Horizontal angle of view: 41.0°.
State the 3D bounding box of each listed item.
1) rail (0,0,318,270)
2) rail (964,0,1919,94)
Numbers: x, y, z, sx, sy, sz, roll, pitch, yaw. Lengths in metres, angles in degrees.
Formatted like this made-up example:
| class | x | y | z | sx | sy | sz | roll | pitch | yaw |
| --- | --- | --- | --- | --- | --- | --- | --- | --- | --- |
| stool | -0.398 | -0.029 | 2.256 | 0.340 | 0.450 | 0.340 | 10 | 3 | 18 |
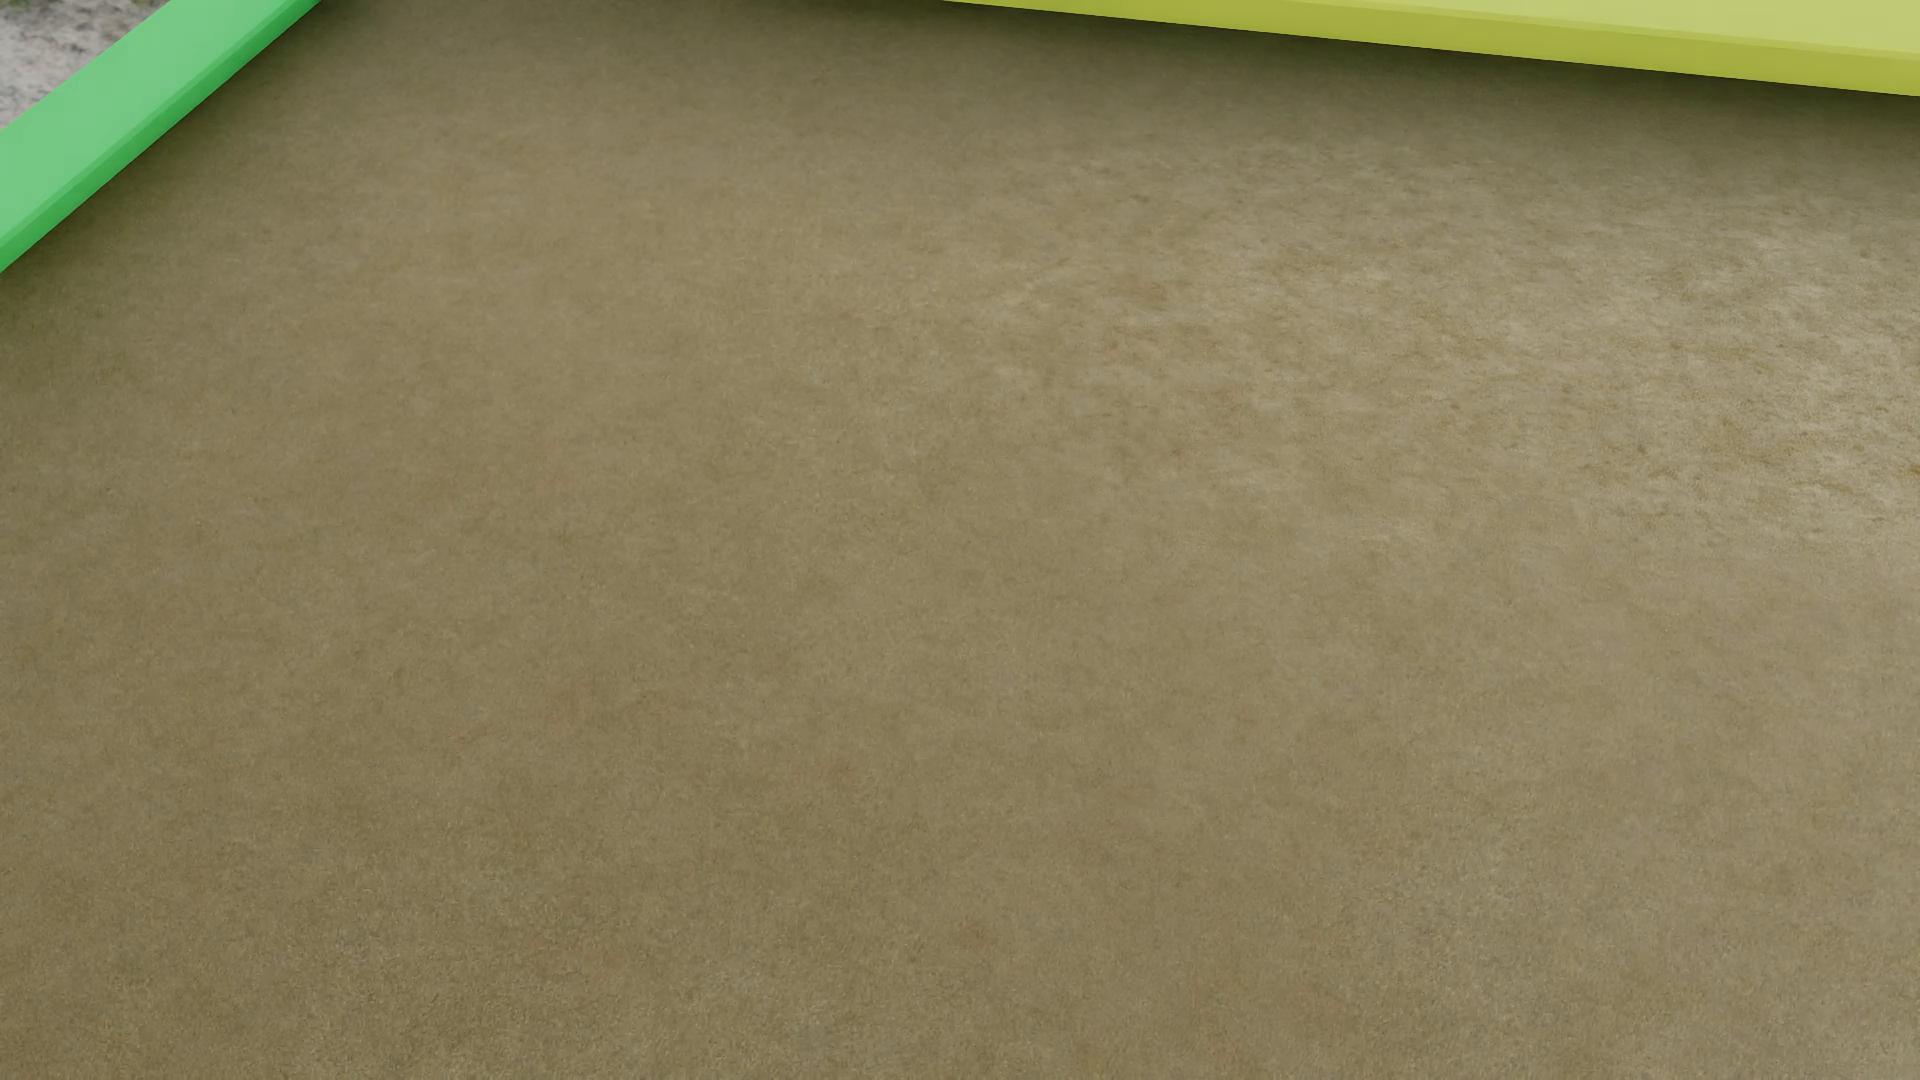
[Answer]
| class | x | y | z | sx | sy | sz | roll | pitch | yaw |
| --- | --- | --- | --- | --- | --- | --- | --- | --- | --- |
| rail | -0.923 | -0.160 | 2.129 | 0.045 | 0.119 | 2.166 | 8 | 35 | 12 |
| rail | 1.205 | -0.473 | 2.588 | 3.902 | 0.119 | 0.045 | 8 | 35 | 12 |
